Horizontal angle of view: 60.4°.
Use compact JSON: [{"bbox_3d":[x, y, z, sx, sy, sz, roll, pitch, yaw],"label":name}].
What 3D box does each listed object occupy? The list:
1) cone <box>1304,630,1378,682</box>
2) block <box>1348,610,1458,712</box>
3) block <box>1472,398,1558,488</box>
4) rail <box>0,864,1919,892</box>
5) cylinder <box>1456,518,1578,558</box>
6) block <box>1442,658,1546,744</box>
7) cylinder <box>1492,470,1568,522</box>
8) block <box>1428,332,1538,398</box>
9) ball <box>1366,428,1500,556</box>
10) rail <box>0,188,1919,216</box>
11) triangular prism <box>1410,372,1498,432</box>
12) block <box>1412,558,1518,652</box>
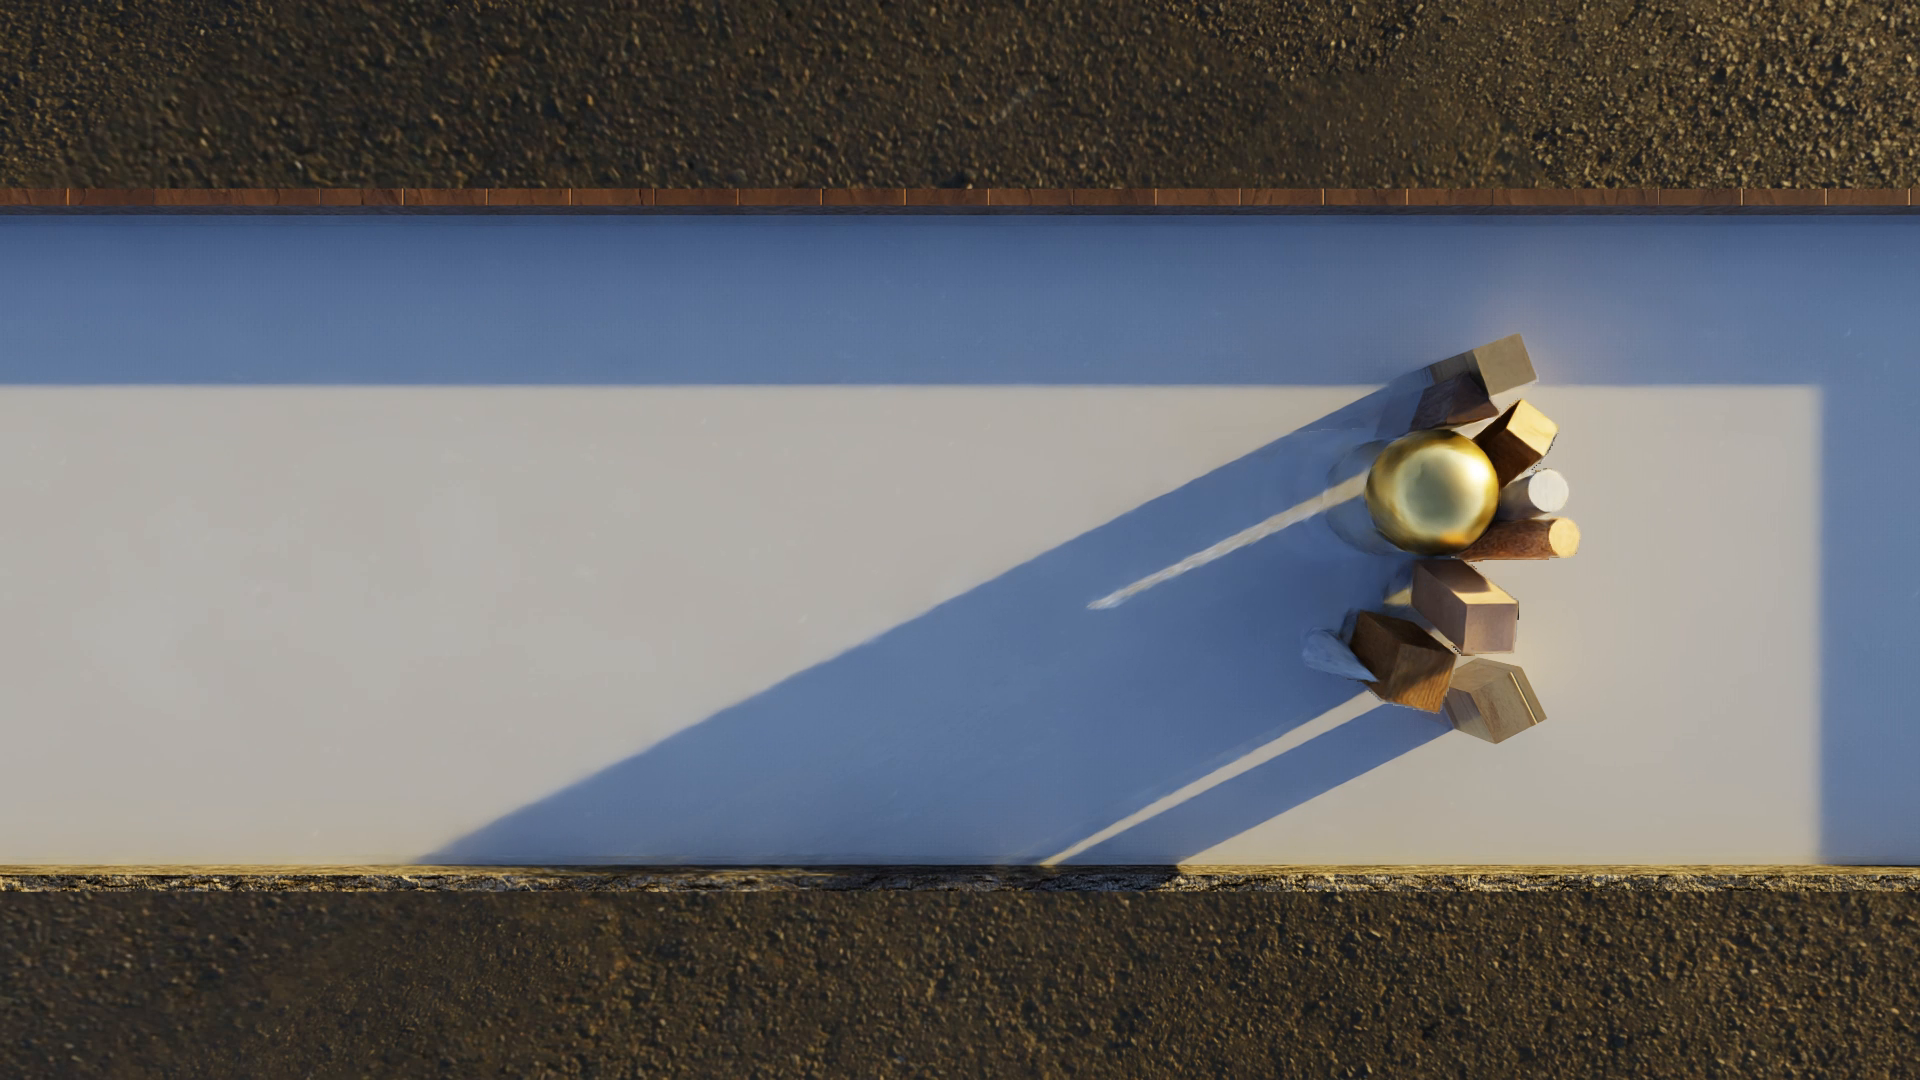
[{"bbox_3d":[1.161,0.374,4.901,0.132,0.325,0.132,-5,105,-17],"label":"cone"},{"bbox_3d":[1.299,0.355,4.886,0.176,0.324,0.176,13,102,-11],"label":"block"},{"bbox_3d":[1.598,-0.254,4.900,0.135,0.333,0.135,37,57,0],"label":"block"},{"bbox_3d":[-2.247,1.025,5.001,12.000,0.150,0.050,0,90,0],"label":"rail"},{"bbox_3d":[1.633,-0.003,4.870,0.109,0.404,0.109,1,88,-24],"label":"cylinder"},{"bbox_3d":[1.560,0.471,4.883,0.164,0.388,0.164,-27,90,0],"label":"block"},{"bbox_3d":[1.656,-0.115,4.885,0.120,0.367,0.120,1,82,-7],"label":"cylinder"},{"bbox_3d":[1.533,-0.495,4.860,0.142,0.432,0.142,-20,90,0],"label":"block"},{"bbox_3d":[1.372,-0.138,4.796,0.374,0.374,0.374,0,90,0],"label":"ball"},{"bbox_3d":[-2.247,-1.025,5.002,12.000,0.150,0.050,0,90,0],"label":"rail"},{"bbox_3d":[1.442,-0.405,4.871,0.153,0.407,0.132,-10,89,0],"label":"triangular prism"},{"bbox_3d":[1.473,0.188,4.842,0.144,0.438,0.144,-1,106,-4],"label":"block"}]
